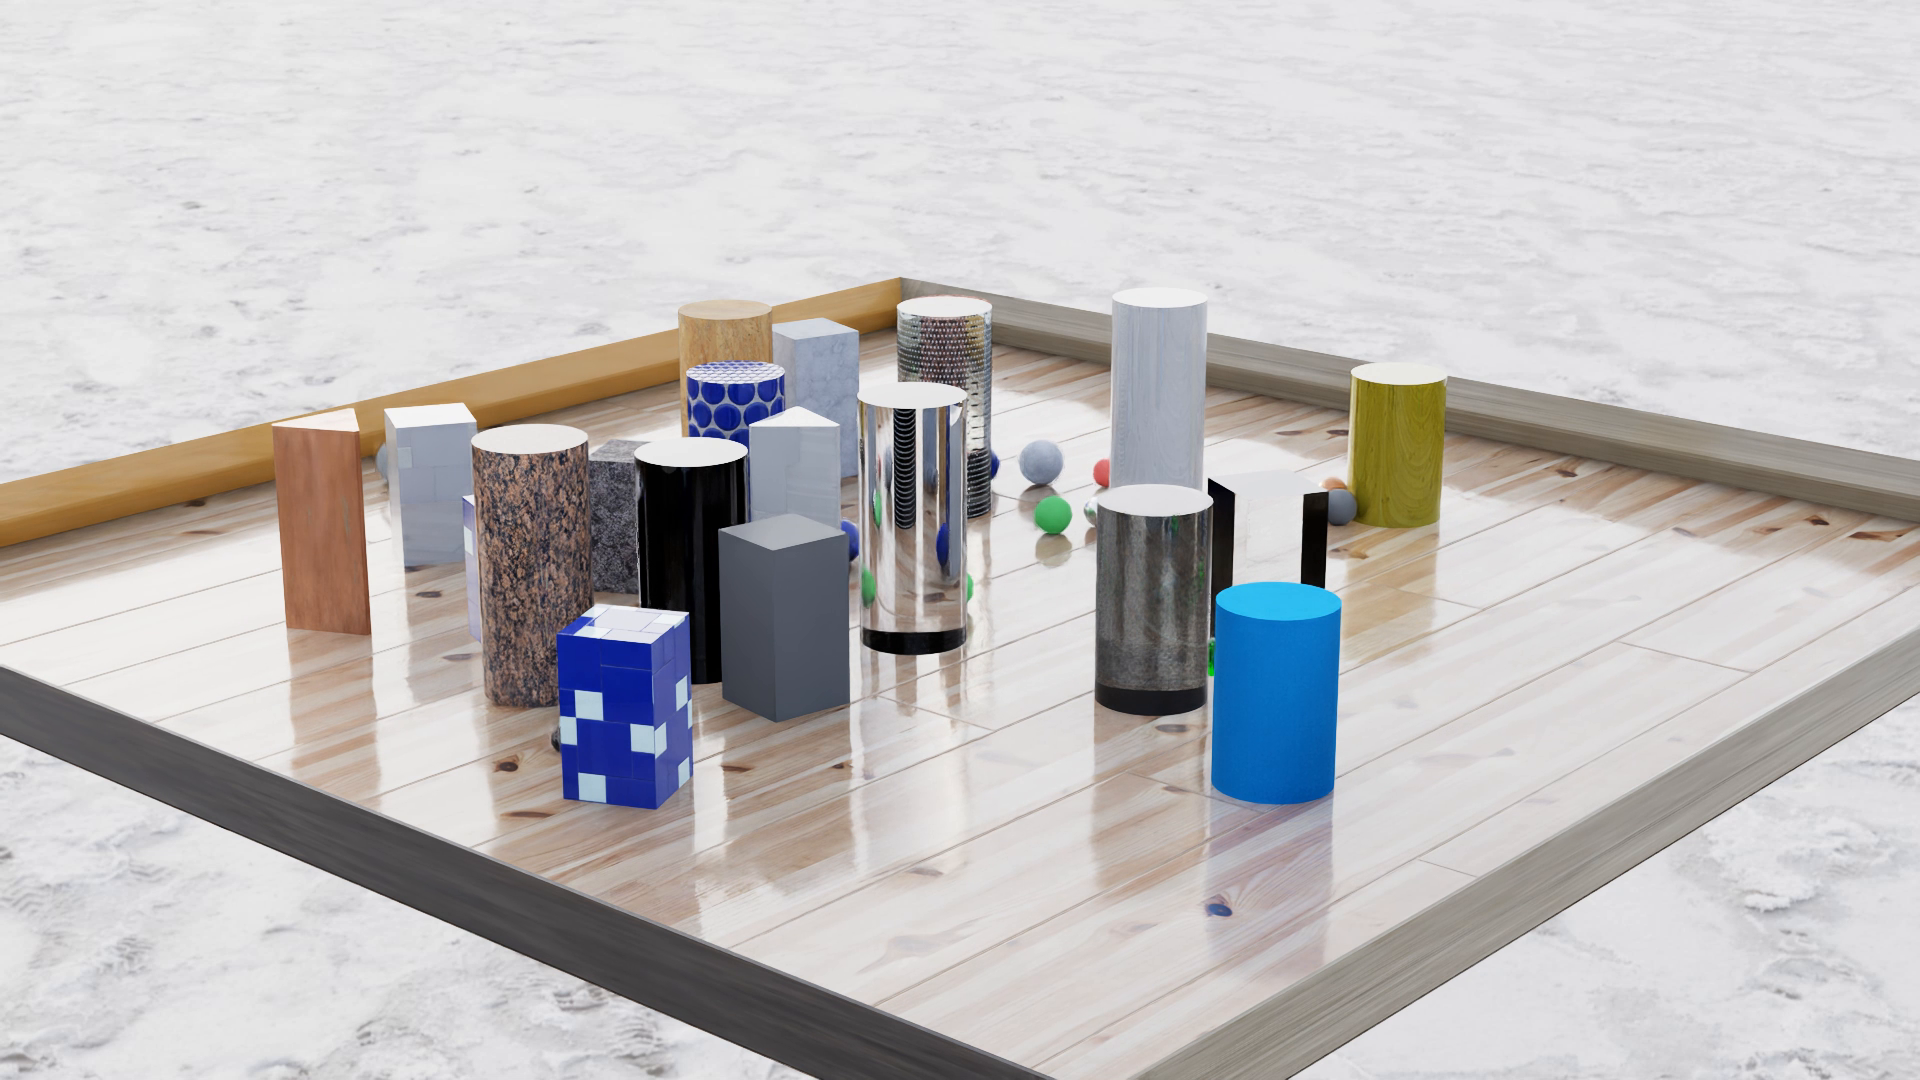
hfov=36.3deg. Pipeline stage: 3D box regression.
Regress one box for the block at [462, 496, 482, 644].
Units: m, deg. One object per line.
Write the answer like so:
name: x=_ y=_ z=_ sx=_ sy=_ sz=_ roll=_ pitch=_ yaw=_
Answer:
block: x=-0.724 y=0.051 z=4.843 sx=0.143 sy=0.238 sz=0.143 roll=-9 pitch=19 yaw=-26

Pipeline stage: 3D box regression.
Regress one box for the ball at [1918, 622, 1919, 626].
ball: x=1.605 y=0.150 z=4.845 sx=0.047 sy=0.047 sz=0.047 roll=0 pitch=17 yaw=0

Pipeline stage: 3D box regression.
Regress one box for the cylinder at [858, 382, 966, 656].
cylinder: x=-0.078 y=-0.036 z=4.824 sx=0.179 sy=0.416 sz=0.179 roll=0 pitch=17 yaw=0

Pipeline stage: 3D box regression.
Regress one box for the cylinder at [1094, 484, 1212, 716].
cylinder: x=0.301 y=0.092 z=4.564 sx=0.179 sy=0.321 sz=0.179 roll=0 pitch=17 yaw=0

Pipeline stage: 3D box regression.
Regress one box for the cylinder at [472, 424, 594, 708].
cylinder: x=-0.664 y=0.039 z=4.587 sx=0.179 sy=0.409 sz=0.179 roll=0 pitch=17 yaw=0

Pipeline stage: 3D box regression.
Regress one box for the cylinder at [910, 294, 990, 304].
cylinder: x=-0.027 y=-0.328 z=5.966 sx=0.179 sy=0.311 sz=0.179 roll=0 pitch=17 yaw=0

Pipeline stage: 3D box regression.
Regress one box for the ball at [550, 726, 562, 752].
ball: x=-0.589 y=0.295 z=4.374 sx=0.042 sy=0.042 sz=0.042 roll=0 pitch=17 yaw=0

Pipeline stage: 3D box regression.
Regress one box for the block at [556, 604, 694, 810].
block: x=-0.479 y=0.238 z=4.208 sx=0.143 sy=0.249 sz=0.143 roll=5 pitch=18 yaw=16

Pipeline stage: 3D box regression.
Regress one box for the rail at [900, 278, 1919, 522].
rail: x=0.968 y=-0.294 z=6.188 sx=2.990 sy=0.116 sz=0.045 roll=14 pitch=22 yaw=39

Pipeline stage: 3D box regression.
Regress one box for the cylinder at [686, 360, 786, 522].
cylinder: x=-0.407 y=-0.152 z=5.370 sx=0.179 sy=0.320 sz=0.179 roll=0 pitch=17 yaw=0

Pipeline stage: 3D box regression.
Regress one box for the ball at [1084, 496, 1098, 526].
ball: x=0.261 y=-0.054 z=5.499 sx=0.058 sy=0.058 sz=0.058 roll=0 pitch=17 yaw=0

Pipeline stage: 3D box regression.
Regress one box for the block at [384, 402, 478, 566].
block: x=-0.954 y=-0.101 z=5.313 sx=0.143 sy=0.257 sz=0.143 roll=-6 pitch=18 yaw=-18

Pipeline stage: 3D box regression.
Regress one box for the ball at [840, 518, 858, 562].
ball: x=-0.216 y=0.003 z=5.269 sx=0.083 sy=0.083 sz=0.083 roll=0 pitch=17 yaw=0

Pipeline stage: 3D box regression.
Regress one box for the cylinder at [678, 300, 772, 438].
cylinder: x=-0.449 y=-0.263 z=5.650 sx=0.179 sy=0.371 sz=0.179 roll=0 pitch=17 yaw=0

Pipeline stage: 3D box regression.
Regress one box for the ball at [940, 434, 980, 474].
ball: x=0.001 y=-0.172 z=5.846 sx=0.082 sy=0.082 sz=0.082 roll=0 pitch=17 yaw=0

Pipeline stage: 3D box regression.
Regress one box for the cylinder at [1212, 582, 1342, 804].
cylinder: x=0.455 y=0.219 z=4.223 sx=0.179 sy=0.277 sz=0.179 roll=0 pitch=17 yaw=0

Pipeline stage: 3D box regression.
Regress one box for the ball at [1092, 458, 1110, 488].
ball: x=0.289 y=-0.132 z=5.758 sx=0.058 sy=0.058 sz=0.058 roll=0 pitch=17 yaw=0

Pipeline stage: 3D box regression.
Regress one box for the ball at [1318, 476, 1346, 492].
ball: x=0.714 y=-0.092 z=5.620 sx=0.060 sy=0.060 sz=0.060 roll=0 pitch=17 yaw=0

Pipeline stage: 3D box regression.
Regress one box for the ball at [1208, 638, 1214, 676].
ball: x=0.405 y=0.188 z=4.694 sx=0.063 sy=0.063 sz=0.063 roll=0 pitch=17 yaw=0

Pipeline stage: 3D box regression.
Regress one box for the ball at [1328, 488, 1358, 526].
ball: x=0.712 y=-0.063 z=5.508 sx=0.069 sy=0.069 sz=0.069 roll=0 pitch=17 yaw=0

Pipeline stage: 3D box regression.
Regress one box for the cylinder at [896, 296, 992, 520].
cylinder: x=-0.029 y=-0.250 z=5.569 sx=0.179 sy=0.394 sz=0.179 roll=0 pitch=17 yaw=0

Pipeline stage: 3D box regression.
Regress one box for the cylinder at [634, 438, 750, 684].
cylinder: x=-0.426 y=0.032 z=4.696 sx=0.179 sy=0.360 sz=0.179 roll=0 pitch=17 yaw=0

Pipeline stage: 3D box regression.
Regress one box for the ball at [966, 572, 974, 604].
ball: x=-0.011 y=0.082 z=5.029 sx=0.071 sy=0.071 sz=0.071 roll=0 pitch=17 yaw=0

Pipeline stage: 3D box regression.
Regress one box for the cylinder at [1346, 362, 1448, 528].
cylinder: x=0.823 y=-0.180 z=5.540 sx=0.179 sy=0.276 sz=0.179 roll=0 pitch=17 yaw=0

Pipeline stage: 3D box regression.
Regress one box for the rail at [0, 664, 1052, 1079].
rail: x=-0.968 y=0.353 z=4.055 sx=2.990 sy=0.116 sz=0.045 roll=14 pitch=22 yaw=39

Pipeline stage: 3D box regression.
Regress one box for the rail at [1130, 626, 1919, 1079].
rail: x=1.111 y=0.309 z=4.199 sx=0.045 sy=0.116 sz=3.000 roll=14 pitch=22 yaw=39

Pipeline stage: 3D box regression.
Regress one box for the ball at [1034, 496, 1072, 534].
ball: x=0.174 y=-0.047 z=5.455 sx=0.071 sy=0.071 sz=0.071 roll=0 pitch=17 yaw=0

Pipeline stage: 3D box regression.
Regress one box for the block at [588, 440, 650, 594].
block: x=-0.564 y=-0.040 z=5.143 sx=0.143 sy=0.238 sz=0.143 roll=4 pitch=17 yaw=13

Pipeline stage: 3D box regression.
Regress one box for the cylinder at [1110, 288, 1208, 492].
cylinder: x=0.375 y=-0.256 z=5.551 sx=0.179 sy=0.415 sz=0.179 roll=0 pitch=17 yaw=0

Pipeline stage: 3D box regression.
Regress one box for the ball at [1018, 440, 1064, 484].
ball: x=0.159 y=-0.153 z=5.773 sx=0.089 sy=0.089 sz=0.089 roll=0 pitch=17 yaw=0

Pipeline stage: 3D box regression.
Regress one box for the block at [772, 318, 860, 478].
block: x=-0.298 y=-0.278 z=5.832 sx=0.143 sy=0.293 sz=0.143 roll=-10 pitch=20 yaw=-30

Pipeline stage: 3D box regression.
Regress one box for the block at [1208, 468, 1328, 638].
block: x=0.491 y=0.055 z=4.719 sx=0.143 sy=0.302 sz=0.143 roll=-6 pitch=18 yaw=-20

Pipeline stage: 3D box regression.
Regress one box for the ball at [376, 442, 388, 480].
ball: x=-1.106 y=-0.156 z=5.781 sx=0.089 sy=0.089 sz=0.089 roll=0 pitch=17 yaw=0

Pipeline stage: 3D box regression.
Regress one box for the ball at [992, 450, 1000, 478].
ball: x=0.038 y=-0.148 z=5.776 sx=0.077 sy=0.077 sz=0.077 roll=0 pitch=17 yaw=0

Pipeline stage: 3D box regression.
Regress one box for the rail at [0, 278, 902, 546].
rail: x=-1.111 y=-0.251 z=6.045 sx=0.045 sy=0.116 sz=3.000 roll=14 pitch=22 yaw=39

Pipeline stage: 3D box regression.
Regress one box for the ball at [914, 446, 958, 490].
ball: x=-0.046 y=-0.143 z=5.743 sx=0.086 sy=0.086 sz=0.086 roll=0 pitch=17 yaw=0

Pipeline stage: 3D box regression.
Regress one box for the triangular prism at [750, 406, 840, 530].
triangular prism: x=-0.289 y=-0.083 z=5.206 sx=0.155 sy=0.283 sz=0.134 roll=0 pitch=17 yaw=0

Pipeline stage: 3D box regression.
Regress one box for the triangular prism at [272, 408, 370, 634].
triangular prism: x=-1.043 y=-0.034 z=4.929 sx=0.155 sy=0.352 sz=0.134 roll=5 pitch=17 yaw=15

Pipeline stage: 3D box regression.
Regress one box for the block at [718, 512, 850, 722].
block: x=-0.272 y=0.119 z=4.552 sx=0.143 sy=0.277 sz=0.143 roll=-13 pitch=21 yaw=-37
